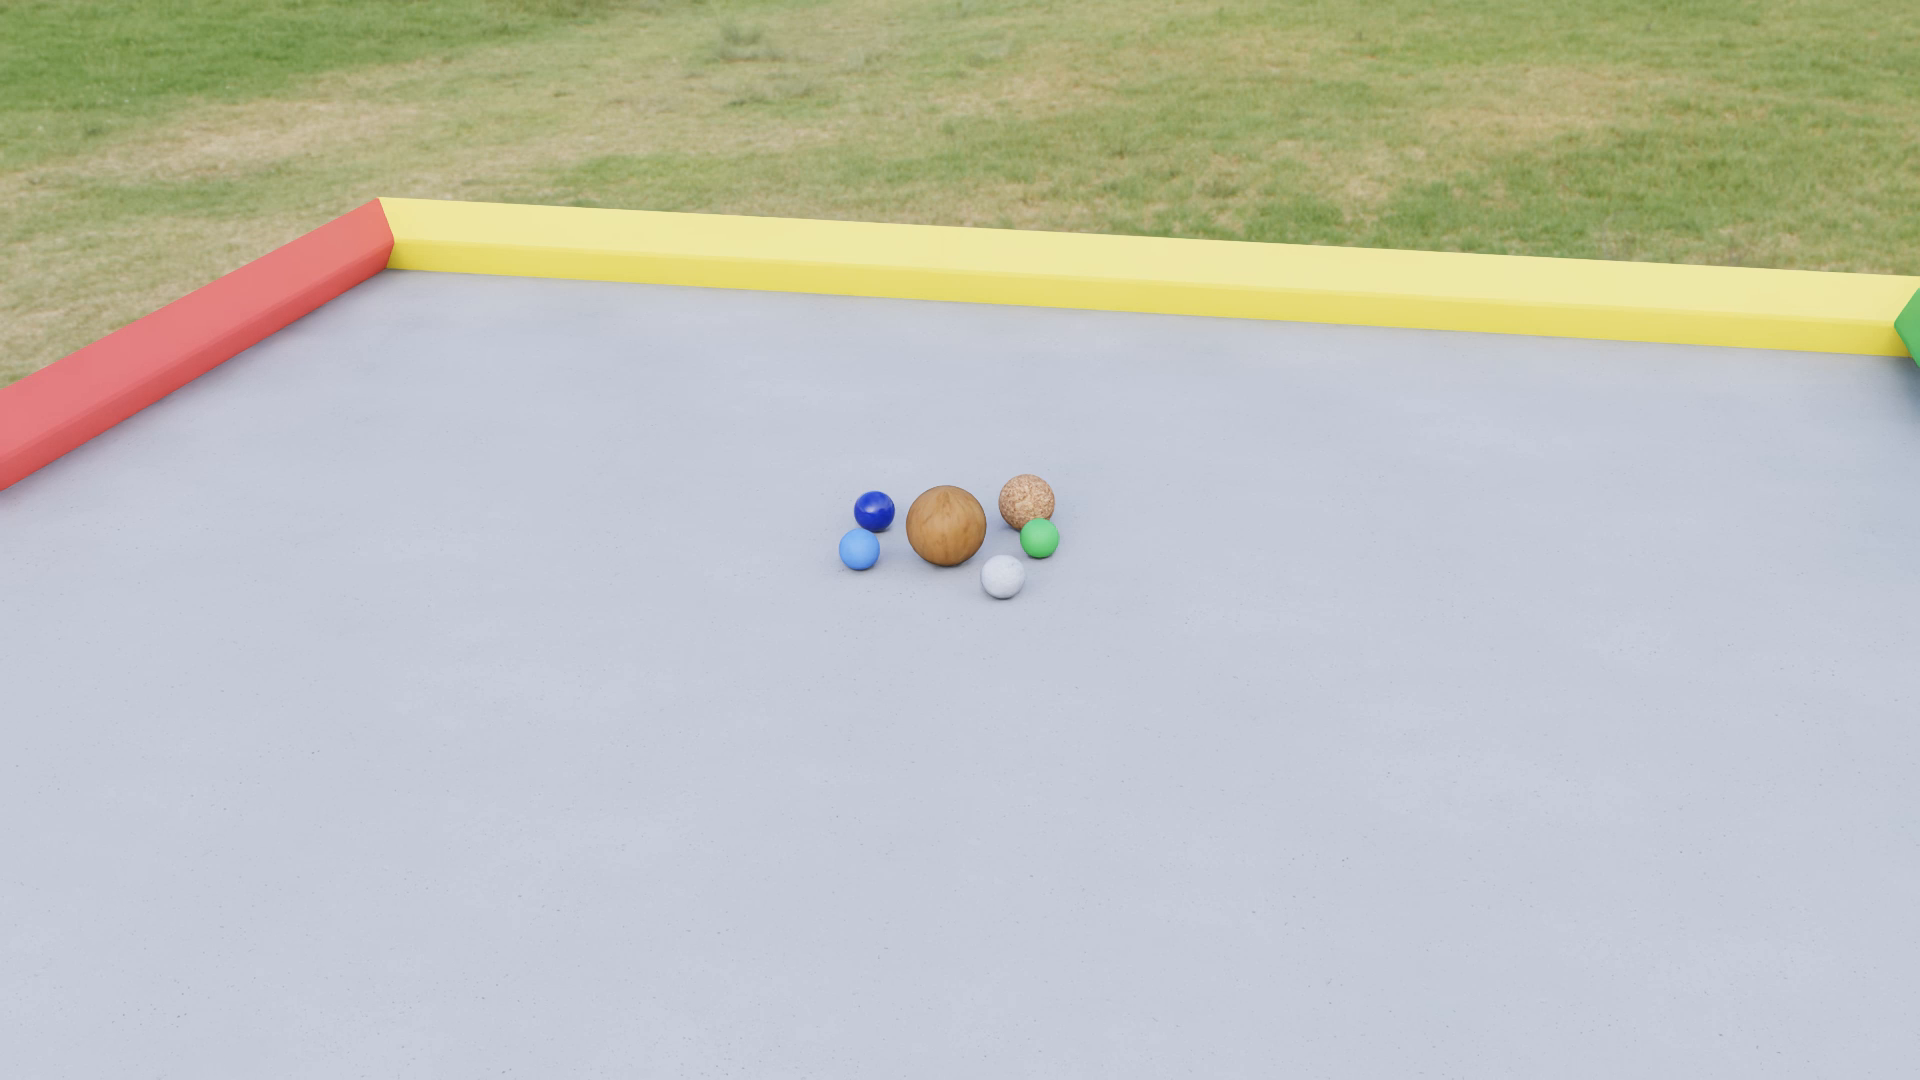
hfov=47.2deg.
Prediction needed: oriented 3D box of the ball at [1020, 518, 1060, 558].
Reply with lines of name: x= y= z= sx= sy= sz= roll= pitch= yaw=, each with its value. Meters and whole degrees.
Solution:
ball: x=0.095 y=-0.002 z=2.617 sx=0.047 sy=0.047 sz=0.047 roll=0 pitch=22 yaw=0

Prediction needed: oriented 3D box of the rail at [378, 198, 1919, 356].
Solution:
rail: x=0.222 y=-0.427 z=3.557 sx=2.517 sy=0.124 sz=0.045 roll=5 pitch=23 yaw=11

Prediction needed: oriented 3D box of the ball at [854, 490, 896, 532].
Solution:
ball: x=-0.105 y=-0.036 z=2.693 sx=0.051 sy=0.051 sz=0.051 roll=0 pitch=22 yaw=0

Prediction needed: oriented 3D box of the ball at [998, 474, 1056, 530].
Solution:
ball: x=0.082 y=-0.046 z=2.694 sx=0.070 sy=0.070 sz=0.070 roll=0 pitch=22 yaw=0

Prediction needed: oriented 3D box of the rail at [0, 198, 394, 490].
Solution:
rail: x=-1.435 y=0.280 z=1.819 sx=0.045 sy=0.124 sz=4.401 roll=5 pitch=23 yaw=11

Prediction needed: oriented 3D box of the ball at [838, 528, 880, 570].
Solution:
ball: x=-0.118 y=0.011 z=2.582 sx=0.049 sy=0.049 sz=0.049 roll=0 pitch=22 yaw=0

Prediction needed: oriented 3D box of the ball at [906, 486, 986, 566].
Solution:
ball: x=-0.016 y=-0.017 z=2.589 sx=0.095 sy=0.095 sz=0.095 roll=0 pitch=22 yaw=0

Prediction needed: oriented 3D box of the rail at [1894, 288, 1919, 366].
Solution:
rail: x=0.981 y=0.472 z=1.348 sx=0.045 sy=0.124 sz=4.401 roll=5 pitch=23 yaw=11

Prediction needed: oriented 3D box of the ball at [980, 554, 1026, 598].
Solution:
ball: x=0.049 y=0.041 z=2.504 sx=0.052 sy=0.052 sz=0.052 roll=0 pitch=22 yaw=0
